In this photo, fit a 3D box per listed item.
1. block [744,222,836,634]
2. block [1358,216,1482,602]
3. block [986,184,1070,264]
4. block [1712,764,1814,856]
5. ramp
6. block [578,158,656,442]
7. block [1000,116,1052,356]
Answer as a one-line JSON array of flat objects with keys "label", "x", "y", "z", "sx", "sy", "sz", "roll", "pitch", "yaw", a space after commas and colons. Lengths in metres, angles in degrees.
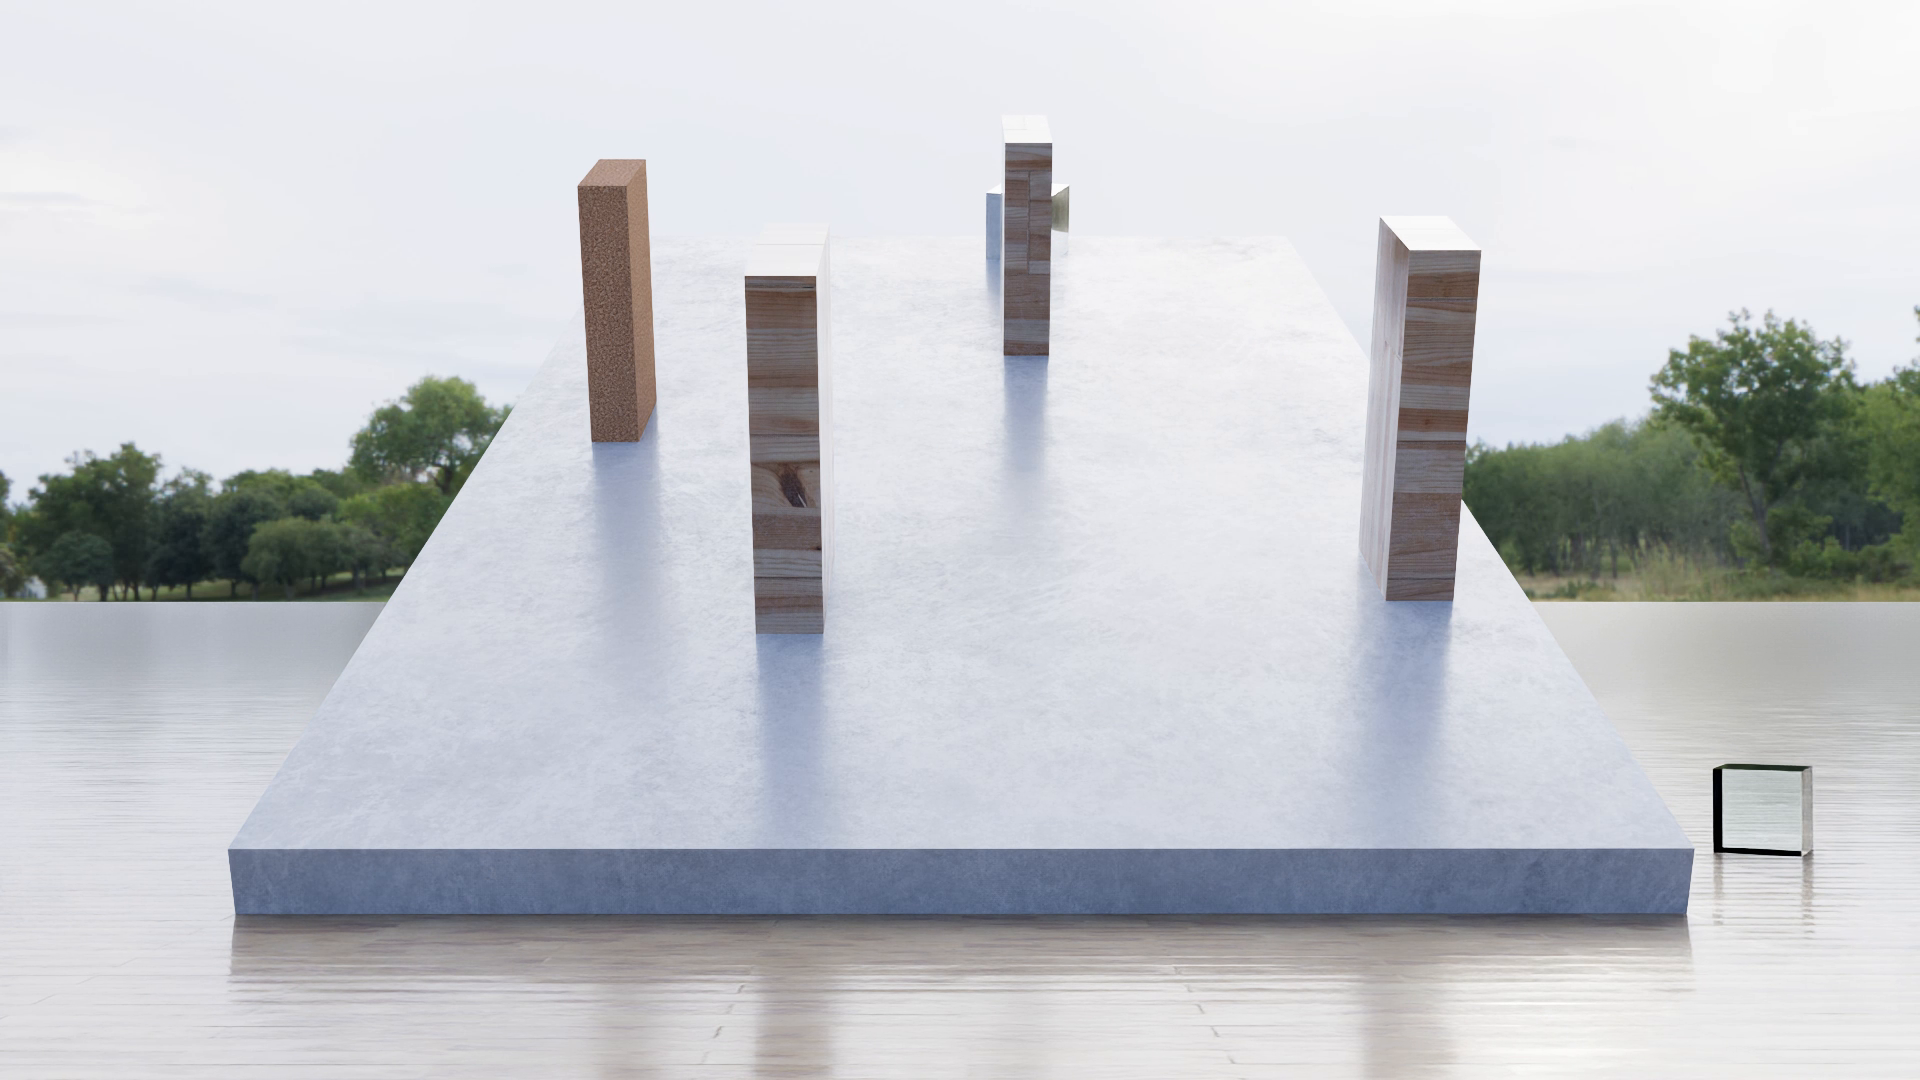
[{"label": "block", "x": -0.288, "y": -0.202, "z": 3.908, "sx": 0.115, "sy": 0.616, "sz": 0.415, "roll": 0, "pitch": 20, "yaw": 0}, {"label": "block", "x": 0.806, "y": -0.235, "z": 3.993, "sx": 0.119, "sy": 0.625, "sz": 0.282, "roll": 0, "pitch": 20, "yaw": 0}, {"label": "block", "x": 0.197, "y": -0.925, "z": 6.569, "sx": 0.194, "sy": 0.194, "sz": 0.194, "roll": 6, "pitch": 21, "yaw": 17}, {"label": "block", "x": 1.382, "y": 0.463, "z": 3.889, "sx": 0.143, "sy": 0.143, "sz": 0.143, "roll": -1, "pitch": -2, "yaw": 28}, {"label": "ramp", "x": -0.005, "y": -0.203, "z": 4.982, "sx": 2.000, "sy": 0.100, "sz": 4.000, "roll": 0, "pitch": 20, "yaw": 0}, {"label": "block", "x": -0.740, "y": -0.523, "z": 4.904, "sx": 0.102, "sy": 0.552, "sz": 0.314, "roll": 0, "pitch": 20, "yaw": 0}, {"label": "block", "x": 0.162, "y": -0.765, "z": 5.634, "sx": 0.113, "sy": 0.520, "sz": 0.406, "roll": 0, "pitch": 20, "yaw": 0}]
